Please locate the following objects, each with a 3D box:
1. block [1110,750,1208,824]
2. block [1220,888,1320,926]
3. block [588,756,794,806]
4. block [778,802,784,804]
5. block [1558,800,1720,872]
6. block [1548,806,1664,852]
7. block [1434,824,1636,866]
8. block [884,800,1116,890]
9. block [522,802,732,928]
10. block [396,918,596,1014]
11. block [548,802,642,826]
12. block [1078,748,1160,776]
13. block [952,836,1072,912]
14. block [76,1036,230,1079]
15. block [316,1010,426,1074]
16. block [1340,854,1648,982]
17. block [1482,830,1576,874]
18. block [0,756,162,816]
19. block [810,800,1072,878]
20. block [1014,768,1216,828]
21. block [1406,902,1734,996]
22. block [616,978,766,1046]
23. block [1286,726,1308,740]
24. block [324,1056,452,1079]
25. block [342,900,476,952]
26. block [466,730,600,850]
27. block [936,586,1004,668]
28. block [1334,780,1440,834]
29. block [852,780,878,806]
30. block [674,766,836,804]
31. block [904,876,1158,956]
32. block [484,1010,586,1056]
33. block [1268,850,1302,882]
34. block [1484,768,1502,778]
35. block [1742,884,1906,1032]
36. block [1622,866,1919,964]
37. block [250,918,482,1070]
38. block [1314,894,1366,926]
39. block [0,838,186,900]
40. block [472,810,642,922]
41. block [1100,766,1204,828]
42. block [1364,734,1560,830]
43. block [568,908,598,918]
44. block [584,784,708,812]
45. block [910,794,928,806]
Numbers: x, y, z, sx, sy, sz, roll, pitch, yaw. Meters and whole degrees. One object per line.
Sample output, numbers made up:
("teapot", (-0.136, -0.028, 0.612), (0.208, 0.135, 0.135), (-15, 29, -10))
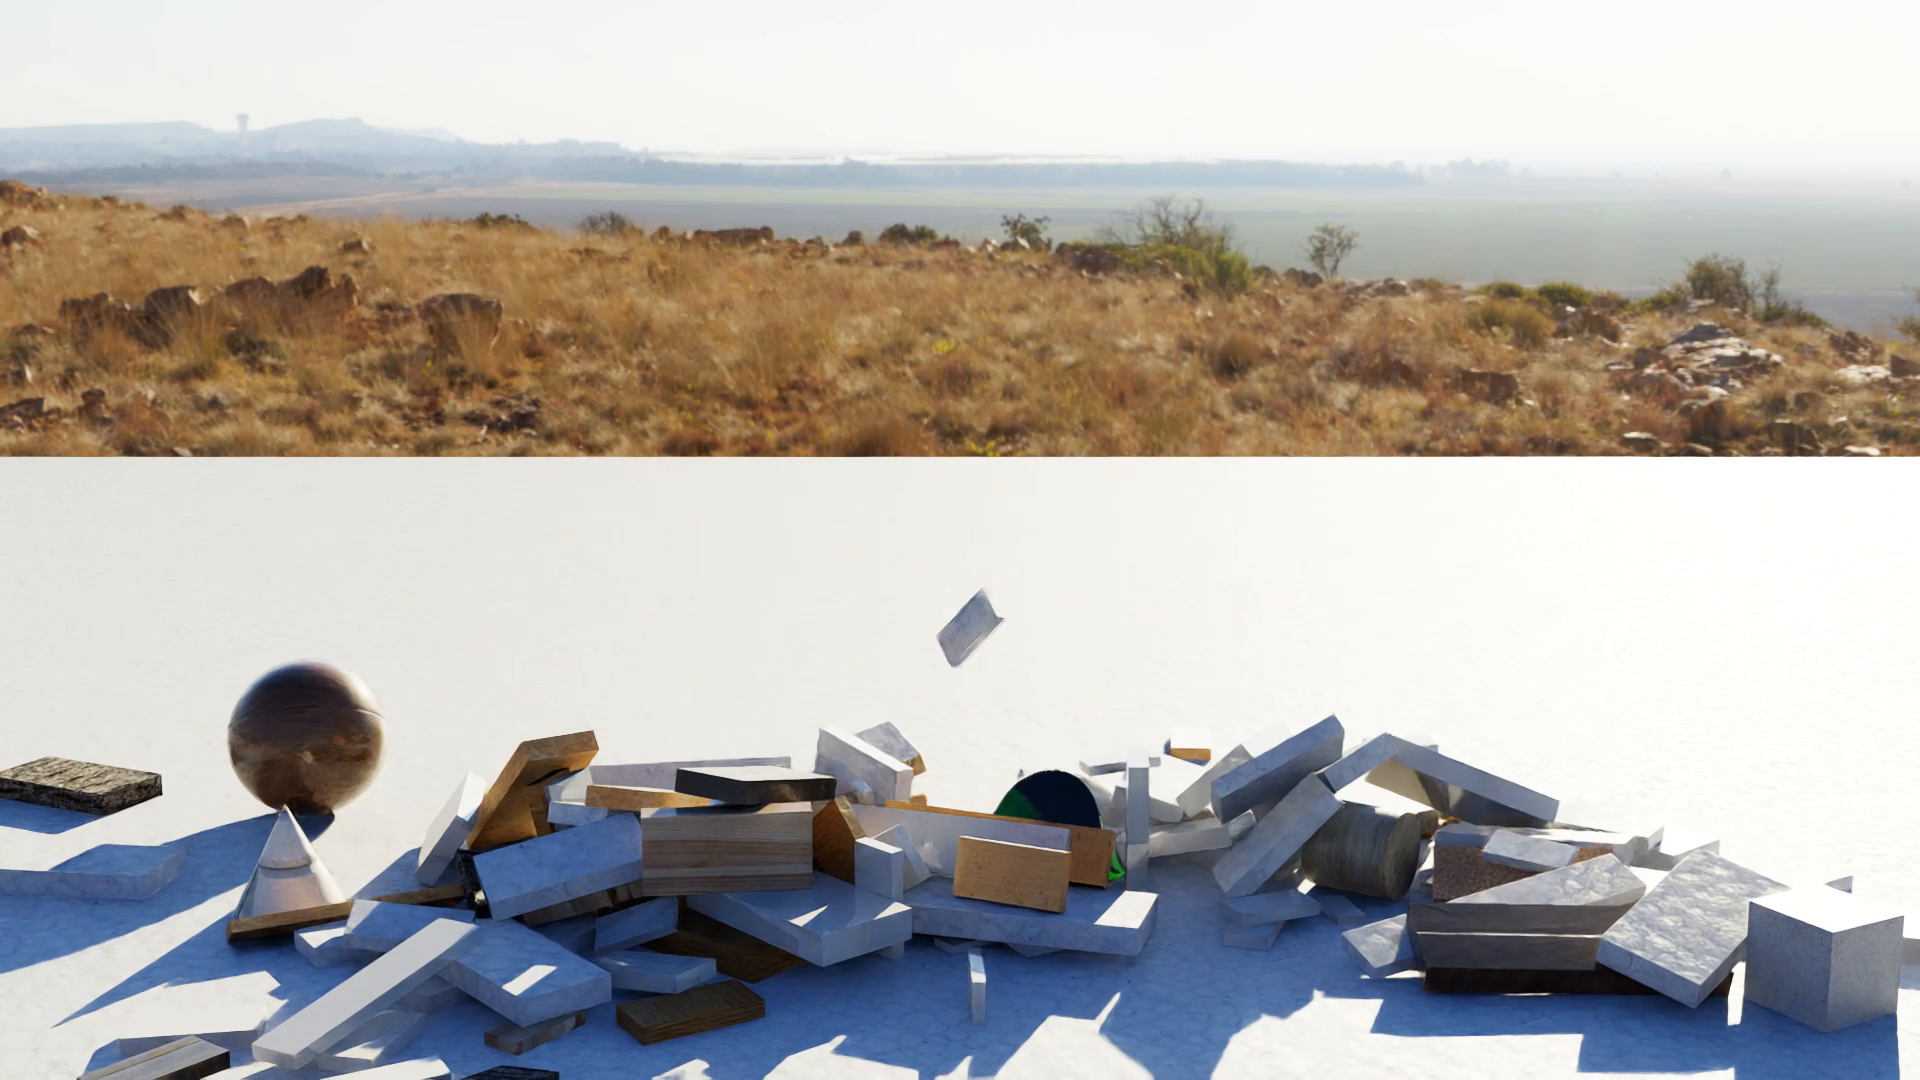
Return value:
("block", (0.365, 0.446, 3.987), (0.128, 0.036, 0.256), (18, 14, 13))
("block", (0.495, 0.588, 3.516), (0.142, 0.020, 0.071), (-4, 11, -23))
("block", (-0.493, 0.457, 3.942), (0.387, 0.034, 0.120), (-3, 55, 5))
("block", (-0.341, 0.475, 3.553), (0.184, 0.026, 0.092), (-16, 29, 9))
("block", (1.174, 0.527, 3.894), (0.146, 0.041, 0.292), (-9, 14, -39))
("block", (1.125, 0.504, 3.838), (0.179, 0.025, 0.090), (7, 13, 33))
("block", (0.977, 0.519, 3.739), (0.311, 0.042, 0.147), (1, -1, 24))
("block", (0.054, 0.491, 3.556), (0.392, 0.091, 0.026), (5, -21, 20))
("block", (-0.502, 0.506, 3.482), (0.387, 0.037, 0.130), (-15, 33, 0))
("block", (-0.701, 0.639, 3.333), (0.091, 0.026, 0.347), (7, 13, 34))
("block", (-0.542, 0.463, 3.660), (0.118, 0.033, 0.302), (2, -7, 29))
("block", (0.289, 0.403, 3.988), (0.134, 0.019, 0.067), (-7, 9, -13))
("block", (0.080, 0.519, 3.419), (0.182, 0.091, 0.026), (5, -3, 25))
("block", (-1.057, 0.699, 2.886), (0.085, 0.024, 0.170), (8, 13, 36))
("block", (-0.814, 0.694, 3.046), (0.081, 0.023, 0.161), (2, 11, 12))
("block", (0.833, 0.582, 3.414), (0.510, 0.025, 0.090), (-11, 31, -22))
("block", (0.930, 0.512, 3.589), (0.134, 0.019, 0.067), (10, 31, 31))
("block", (-1.692, 0.469, 4.206), (0.294, 0.042, 0.147), (5, 12, 25))
("block", (-0.044, 0.489, 3.540), (0.442, 0.095, 0.027), (5, -16, 16))
("block", (0.282, 0.471, 3.957), (0.347, 0.036, 0.128), (9, 16, -21))
("block", (0.906, 0.611, 3.289), (0.449, 0.044, 0.156), (1, 28, 0))
("block", (-0.385, 0.674, 3.144), (0.189, 0.027, 0.095), (-7, 12, -31))
("block", (0.559, 0.407, 3.918), (0.157, 0.044, 0.314), (-42, -11, 10))
("block", (-0.824, 0.727, 2.881), (0.303, 0.019, 0.066), (-6, 12, -30))
("block", (-0.851, 0.602, 3.403), (0.185, 0.026, 0.093), (7, 24, -7))
("block", (-0.744, 0.434, 3.800), (0.129, 0.037, 0.368), (-7, -26, -33))
("block", (0.017, 0.152, 3.813), (0.019, 0.136, 0.068), (11, 41, -45))
("block", (0.715, 0.484, 4.020), (0.147, 0.042, 0.293), (-6, 12, -35))
("block", (-0.148, 0.458, 3.691), (0.015, 0.106, 0.053), (-27, 19, -17))
("block", (-0.321, 0.388, 3.490), (0.130, 0.037, 0.259), (6, -1, 30))
("block", (0.102, 0.584, 3.448), (0.391, 0.044, 0.157), (3, 11, 16))
("block", (-0.598, 0.687, 3.096), (0.066, 0.019, 0.131), (7, 13, 33))
("block", (0.554, 0.556, 3.769), (0.097, 0.014, 0.049), (-21, 20, -39))
("block", (0.977, 0.459, 4.084), (0.080, 0.023, 0.160), (-1, 11, -4))
("block", (1.251, 0.603, 3.189), (0.149, 0.149, 0.149), (-6, 12, -28))
("block", (1.450, 0.612, 3.439), (0.943, 0.041, 0.144), (5, 12, 27))
("block", (-0.831, 0.636, 3.108), (0.081, 0.023, 0.375), (5, 21, 29))
("block", (0.618, 0.601, 3.573), (0.049, 0.014, 0.097), (-2, 11, -12))
("block", (-1.875, 0.548, 3.780), (1.080, 0.042, 0.147), (1, 11, 8))
("block", (-0.614, 0.506, 3.421), (0.258, 0.037, 0.129), (-14, 31, -18))
("block", (0.327, 0.475, 4.173), (0.146, 0.041, 0.313), (8, 13, 37))
("block", (0.879, 0.440, 3.865), (0.311, 0.044, 0.156), (21, -21, 6))
("block", (-0.541, 0.593, 3.617), (0.235, 0.013, 0.047), (-4, 11, -22))
("block", (-0.511, 0.426, 3.607), (0.118, 0.033, 0.236), (4, -6, 15))
("block", (-0.191, 0.495, 3.973), (0.239, 0.034, 0.120), (-7, -4, -22))
